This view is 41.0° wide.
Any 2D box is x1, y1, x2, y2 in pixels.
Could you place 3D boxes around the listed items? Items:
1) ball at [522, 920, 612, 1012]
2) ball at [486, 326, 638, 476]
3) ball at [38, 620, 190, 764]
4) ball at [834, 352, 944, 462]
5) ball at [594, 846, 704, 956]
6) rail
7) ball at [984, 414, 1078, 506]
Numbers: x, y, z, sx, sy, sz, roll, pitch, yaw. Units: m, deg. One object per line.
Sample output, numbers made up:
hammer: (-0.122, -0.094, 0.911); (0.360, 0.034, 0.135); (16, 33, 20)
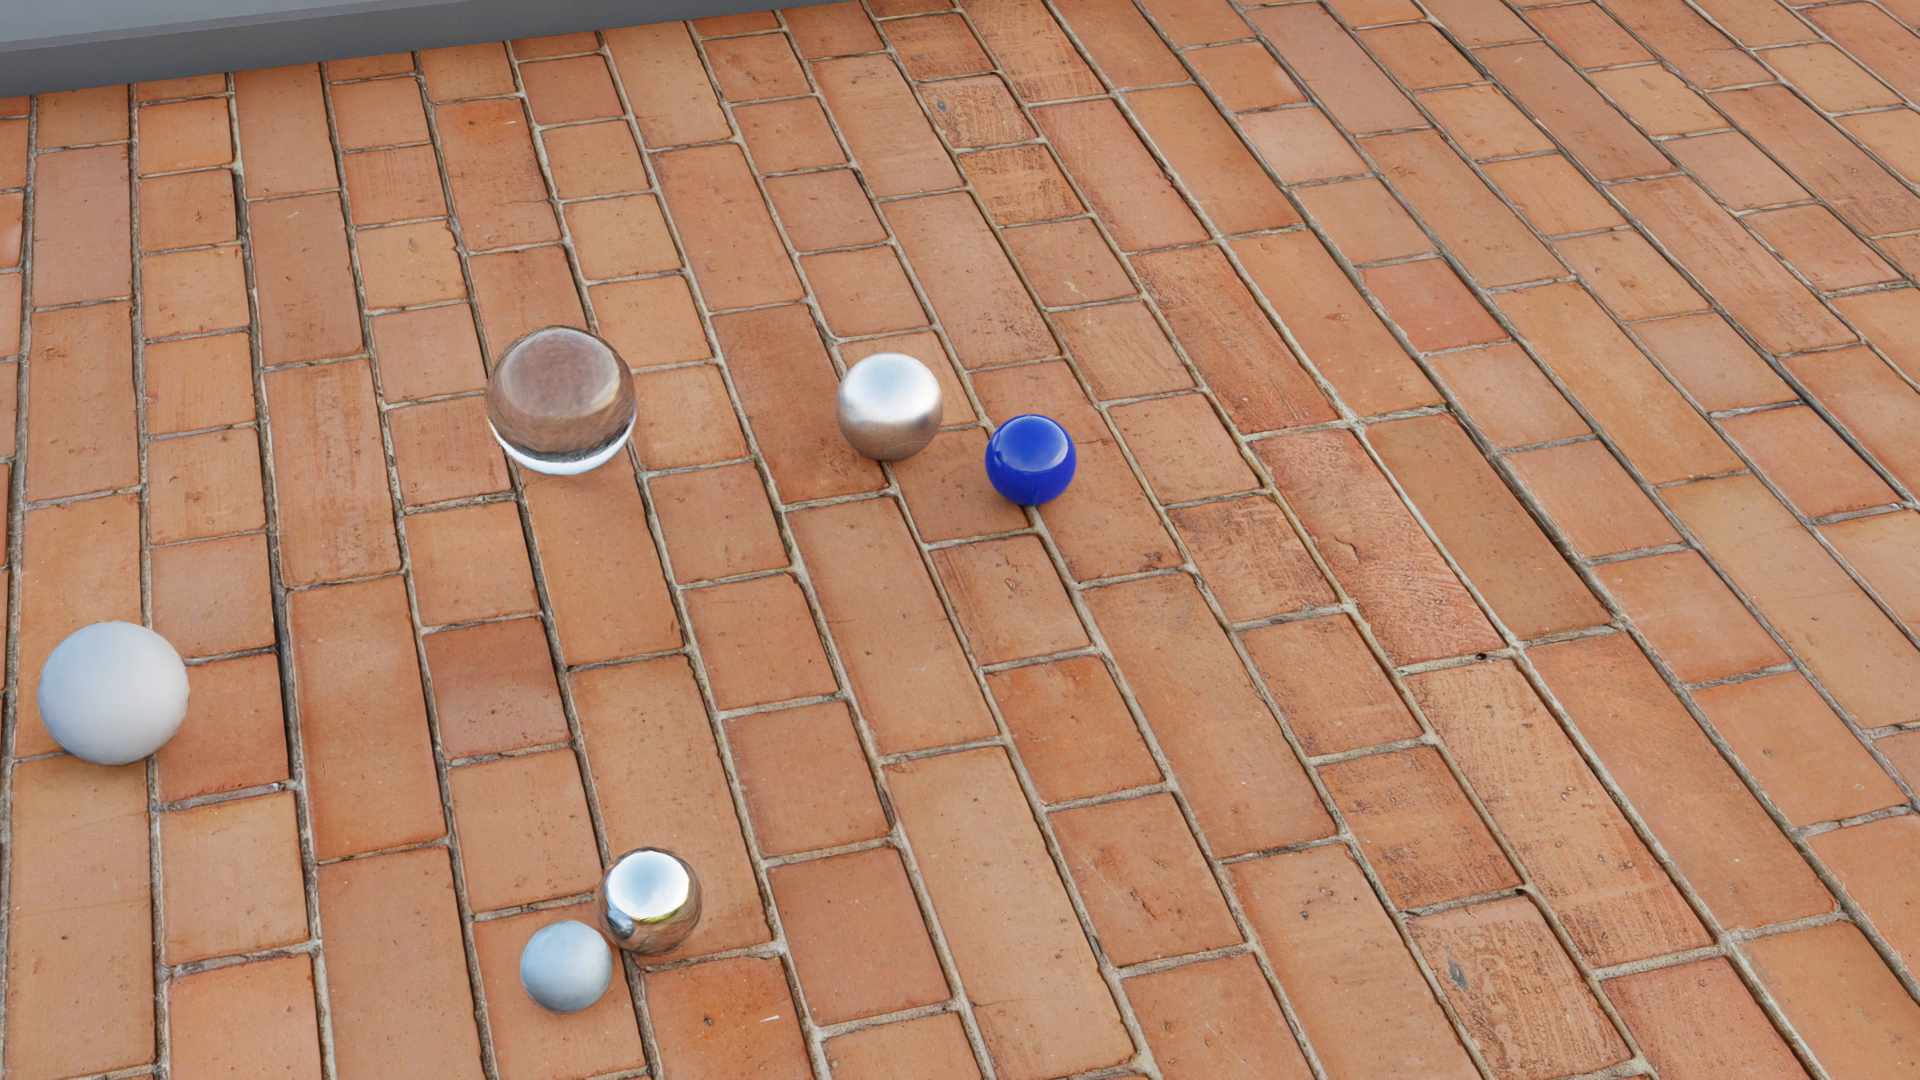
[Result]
ball: (-0.193, 0.210, 1.262); (0.045, 0.045, 0.045); (0, 36, 0)
ball: (-0.252, -0.088, 1.628); (0.095, 0.095, 0.095); (0, 36, 0)
ball: (-0.463, 0.084, 1.406); (0.079, 0.079, 0.079); (0, 36, 0)
ball: (-0.045, -0.086, 1.646); (0.070, 0.070, 0.070); (0, 36, 0)
ball: (-0.157, 0.182, 1.293); (0.054, 0.054, 0.054); (0, 36, 0)
rail: (0.523, -0.606, 2.312); (3.059, 0.123, 0.045); (-9, 37, -12)
ball: (0.044, -0.050, 1.607); (0.058, 0.058, 0.058); (0, 36, 0)
